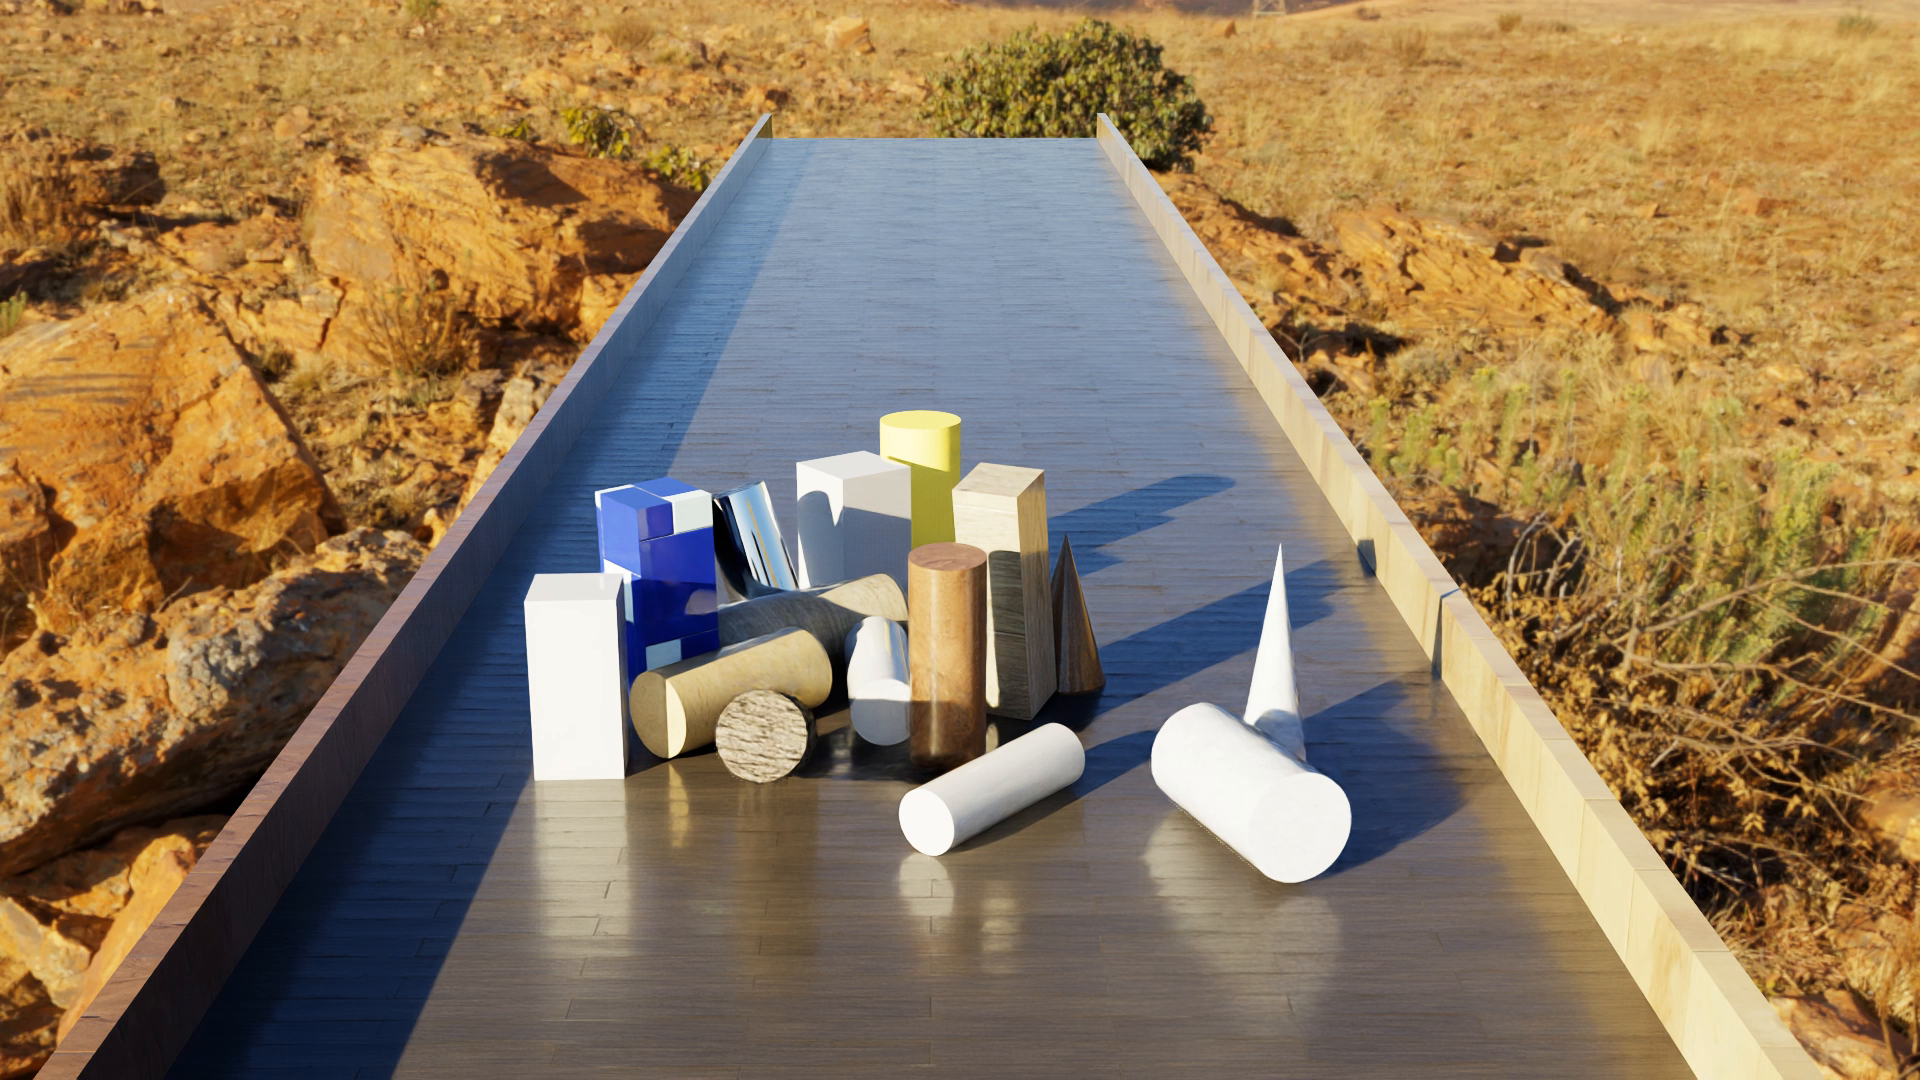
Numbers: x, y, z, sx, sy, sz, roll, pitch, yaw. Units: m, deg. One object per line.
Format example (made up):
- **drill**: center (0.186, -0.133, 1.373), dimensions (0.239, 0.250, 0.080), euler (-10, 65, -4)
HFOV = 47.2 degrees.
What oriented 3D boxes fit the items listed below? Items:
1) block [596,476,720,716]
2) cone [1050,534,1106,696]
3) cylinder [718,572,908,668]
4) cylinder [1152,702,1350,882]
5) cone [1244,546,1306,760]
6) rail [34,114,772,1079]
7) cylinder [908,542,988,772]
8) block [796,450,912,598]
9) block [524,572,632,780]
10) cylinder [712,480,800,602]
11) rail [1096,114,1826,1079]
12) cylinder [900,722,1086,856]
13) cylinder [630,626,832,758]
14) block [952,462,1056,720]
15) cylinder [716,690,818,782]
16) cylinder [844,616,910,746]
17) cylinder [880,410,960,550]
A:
- **block**: center (-0.559, 0.114, 4.099), dimensions (0.155, 0.421, 0.155), euler (-14, 21, -35)
- **cone**: center (0.204, 0.129, 4.259), dimensions (0.164, 0.304, 0.164), euler (0, 17, 0)
- **cylinder**: center (-0.322, 0.182, 4.321), dimensions (0.434, 0.167, 0.167), euler (-11, 20, -32)
- **cylinder**: center (0.462, 0.401, 3.542), dimensions (0.178, 0.178, 0.359), euler (-6, 15, -18)
- **cone**: center (0.557, 0.195, 3.878), dimensions (0.122, 0.396, 0.122), euler (0, 17, 0)
- **rail**: center (-1.118, -0.838, 7.780), dimensions (0.050, 0.150, 12.000), euler (0, 17, -1)
- **cylinder**: center (-0.021, 0.206, 3.851), dimensions (0.137, 0.380, 0.137), euler (0, 21, 0)
- **block**: center (-0.223, -0.003, 4.668), dimensions (0.172, 0.324, 0.172), euler (-12, 20, -35)
- **block**: center (-0.667, 0.238, 3.853), dimensions (0.154, 0.327, 0.154), euler (-1, 17, -3)
- **cylinder**: center (-0.415, 0.051, 4.454), dimensions (0.143, 0.313, 0.143), euler (-18, 7, 2)
- **rail**: center (0.932, -0.844, 7.801), dimensions (0.050, 0.150, 12.000), euler (0, 17, -1)
- **cylinder**: center (0.058, 0.410, 3.654), dimensions (0.111, 0.111, 0.368), euler (12, 20, 36)
- **cylinder**: center (-0.416, 0.275, 4.023), dimensions (0.159, 0.159, 0.349), euler (15, 22, 42)
- **block**: center (0.085, 0.097, 4.074), dimensions (0.126, 0.456, 0.126), euler (8, 28, 24)
- **cylinder**: center (-0.316, 0.324, 3.650), dimensions (0.144, 0.144, 0.398), euler (0, -5, -1)
- **cylinder**: center (-0.148, 0.260, 4.128), dimensions (0.128, 0.128, 0.354), euler (-1, 17, -5)
- **cylinder**: center (-0.087, -0.089, 4.884), dimensions (0.178, 0.366, 0.178), euler (0, 17, 0)
